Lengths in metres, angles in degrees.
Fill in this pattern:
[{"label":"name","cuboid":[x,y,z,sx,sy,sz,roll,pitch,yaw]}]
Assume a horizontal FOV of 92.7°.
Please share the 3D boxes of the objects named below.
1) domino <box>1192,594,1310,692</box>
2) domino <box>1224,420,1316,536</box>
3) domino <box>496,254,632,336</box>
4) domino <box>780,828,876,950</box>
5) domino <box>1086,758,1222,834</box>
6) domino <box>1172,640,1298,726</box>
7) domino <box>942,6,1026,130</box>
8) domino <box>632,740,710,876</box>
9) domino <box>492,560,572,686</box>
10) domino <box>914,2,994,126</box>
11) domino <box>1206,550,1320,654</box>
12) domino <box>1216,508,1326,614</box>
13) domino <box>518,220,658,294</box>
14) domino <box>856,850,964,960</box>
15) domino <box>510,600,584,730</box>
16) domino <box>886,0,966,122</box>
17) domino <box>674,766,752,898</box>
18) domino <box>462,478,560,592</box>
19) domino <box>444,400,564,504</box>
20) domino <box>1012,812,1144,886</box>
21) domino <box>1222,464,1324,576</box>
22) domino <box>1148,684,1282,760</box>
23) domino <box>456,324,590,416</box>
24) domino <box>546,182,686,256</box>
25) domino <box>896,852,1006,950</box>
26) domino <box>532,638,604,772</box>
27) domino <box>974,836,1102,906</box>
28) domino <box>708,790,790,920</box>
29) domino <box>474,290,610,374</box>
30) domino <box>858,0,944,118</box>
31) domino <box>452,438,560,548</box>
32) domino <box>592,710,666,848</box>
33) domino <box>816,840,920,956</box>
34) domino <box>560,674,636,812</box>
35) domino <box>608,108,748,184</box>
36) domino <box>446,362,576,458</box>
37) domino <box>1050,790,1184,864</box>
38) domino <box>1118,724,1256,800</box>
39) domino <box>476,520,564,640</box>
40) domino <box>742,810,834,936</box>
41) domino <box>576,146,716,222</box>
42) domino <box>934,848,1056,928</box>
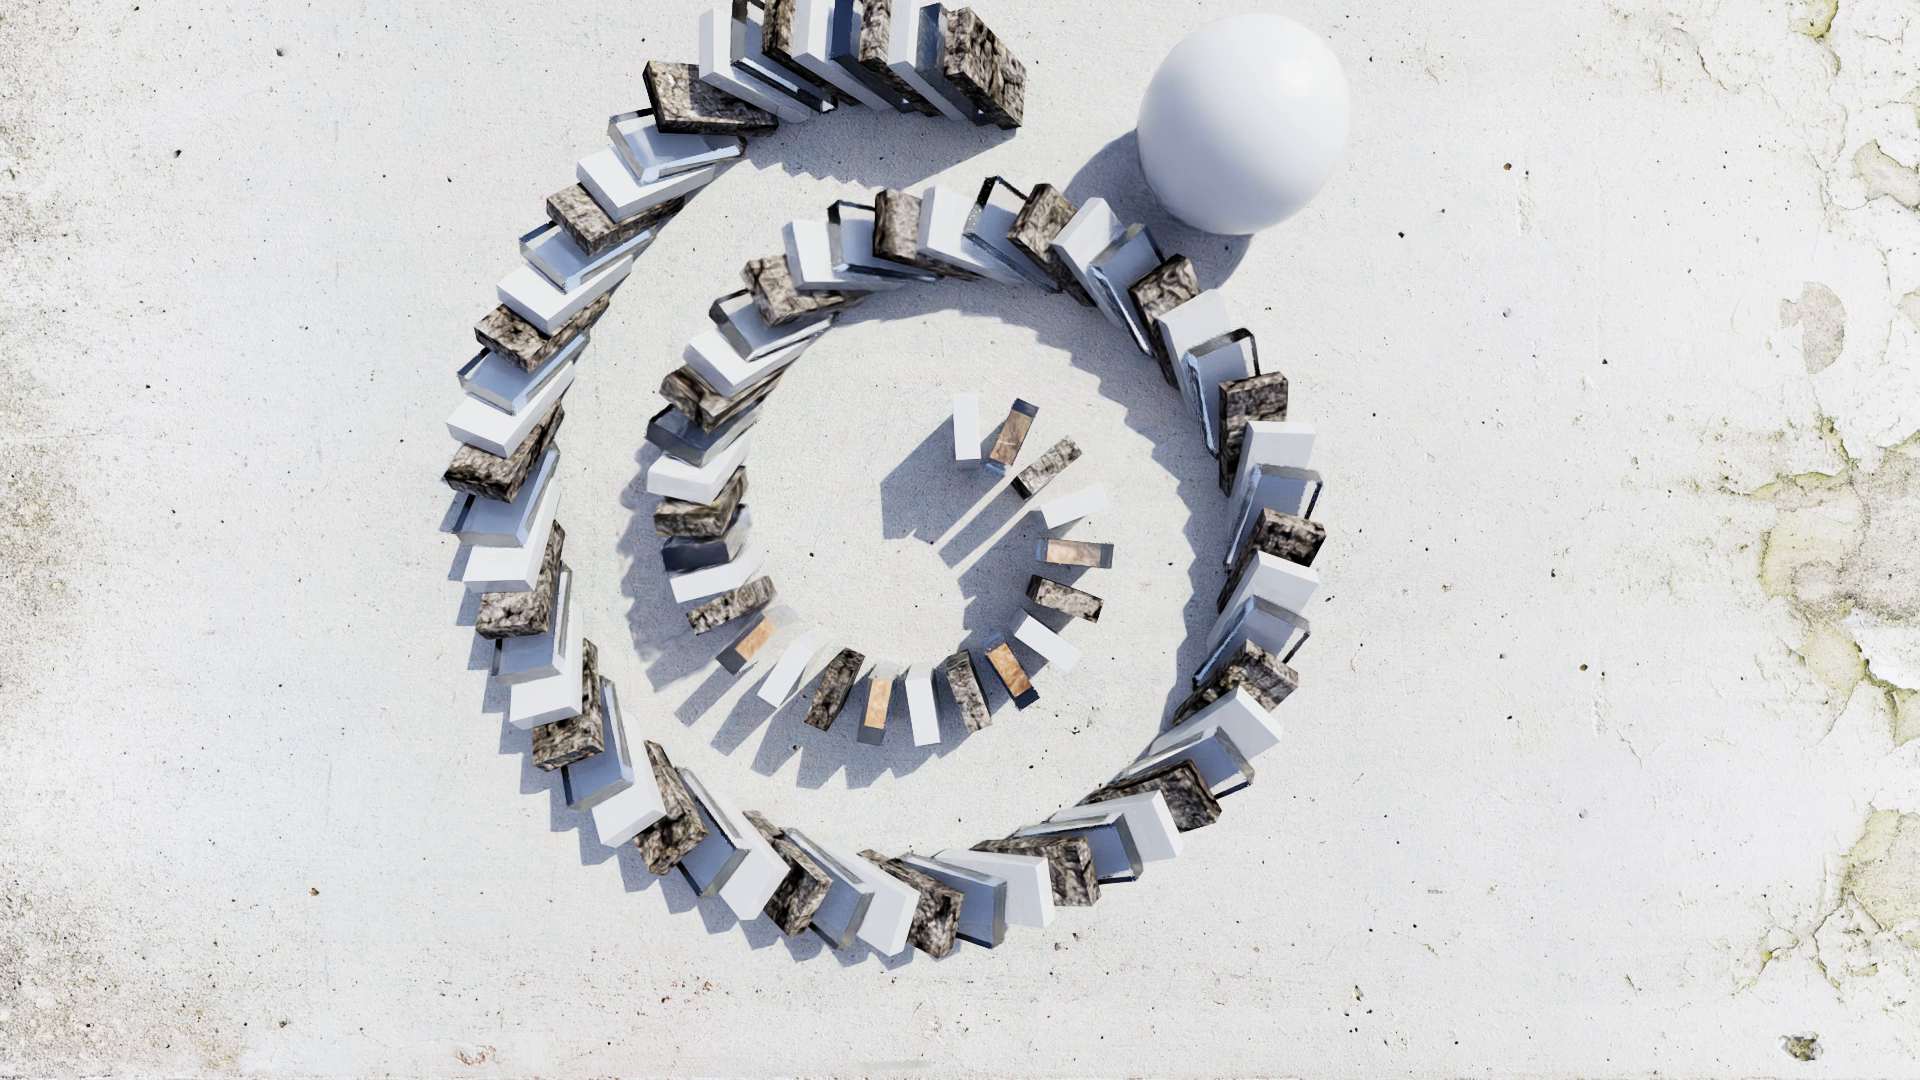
[{"label":"domino","cuboid":[0.121,0.049,0.382,0.025,0.010,0.050,25,123,0]},{"label":"domino","cuboid":[0.129,-0.025,0.382,0.025,0.010,0.050,2,124,0]},{"label":"domino","cuboid":[-0.164,-0.110,0.382,0.025,0.009,0.050,35,57,0]},{"label":"domino","cuboid":[-0.061,0.144,0.382,0.050,0.010,0.025,25,90,33]},{"label":"domino","cuboid":[0.080,0.111,0.382,0.050,0.010,0.025,-31,90,34]},{"label":"domino","cuboid":[0.114,0.067,0.382,0.025,0.010,0.050,33,124,0]},{"label":"domino","cuboid":[0.011,-0.192,0.376,0.010,0.050,0.025,5,90,31]},{"label":"domino","cuboid":[-0.127,0.111,0.382,0.025,0.009,0.050,-44,56,0]},{"label":"domino","cuboid":[-0.178,0.034,0.382,0.025,0.009,0.050,-11,57,0]},{"label":"domino","cuboid":[0.000,-0.194,0.376,0.010,0.050,0.025,4,90,31]},{"label":"domino","cuboid":[0.125,0.030,0.382,0.025,0.010,0.050,19,123,0]},{"label":"domino","cuboid":[0.129,0.013,0.382,0.025,0.010,0.050,15,124,0]},{"label":"domino","cuboid":[-0.154,-0.126,0.383,0.025,0.010,0.050,41,57,0]},{"label":"domino","cuboid":[-0.024,0.151,0.382,0.050,0.009,0.025,12,91,34]},{"label":"domino","cuboid":[-0.172,0.051,0.382,0.025,0.009,0.050,-15,57,1]},{"label":"domino","cuboid":[-0.011,-0.196,0.376,0.010,0.050,0.025,4,90,31]},{"label":"domino","cuboid":[-0.111,0.121,0.382,0.050,0.010,0.025,38,90,33]},{"label":"domino","cuboid":[-0.186,-0.002,0.382,0.025,0.010,0.050,-1,57,0]},{"label":"domino","cuboid":[-0.189,-0.040,0.382,0.025,0.010,0.050,14,56,0]},{"label":"domino","cuboid":[0.049,0.131,0.382,0.050,0.009,0.025,-21,90,33]},{"label":"domino","cuboid":[0.130,-0.006,0.382,0.025,0.010,0.050,8,124,-1]},{"label":"domino","cuboid":[0.106,0.084,0.382,0.025,0.010,0.050,44,124,0]},{"label":"domino","cuboid":[-0.181,-0.077,0.382,0.025,0.009,0.050,27,57,0]},{"label":"domino","cuboid":[-0.143,-0.141,0.383,0.025,0.010,0.050,45,57,0]},{"label":"domino","cuboid":[-0.005,0.150,0.382,0.050,0.009,0.025,3,90,34]},{"label":"domino","cuboid":[-0.164,0.068,0.382,0.025,0.009,0.050,-20,57,0]},{"label":"domino","cuboid":[0.032,0.138,0.382,0.050,0.010,0.025,-15,90,33]},{"label":"domino","cuboid":[-0.095,0.131,0.382,0.050,0.009,0.025,35,90,33]},{"label":"domino","cuboid":[-0.173,-0.094,0.382,0.025,0.009,0.050,32,57,0]},{"label":"domino","cuboid":[-0.022,-0.198,0.376,0.009,0.050,0.025,4,90,31]},{"label":"domino","cuboid":[-0.188,-0.021,0.382,0.025,0.009,0.050,4,57,0]},{"label":"domino","cuboid":[-0.142,0.099,0.382,0.025,0.009,0.050,-34,56,0]},{"label":"domino","cuboid":[-0.042,0.148,0.382,0.050,0.009,0.025,17,91,33]},{"label":"domino","cuboid":[-0.154,0.084,0.382,0.025,0.009,0.050,-28,57,0]},{"label":"domino","cuboid":[-0.117,-0.168,0.382,0.050,0.009,0.025,-33,90,-34]},{"label":"domino","cuboid":[-0.186,-0.059,0.382,0.025,0.010,0.050,22,56,0]},{"label":"domino","cuboid":[0.065,0.122,0.382,0.050,0.010,0.025,-24,90,33]},{"label":"domino","cuboid":[0.094,0.099,0.382,0.050,0.009,0.025,-37,91,34]},{"label":"domino","cuboid":[-0.183,0.016,0.382,0.025,0.010,0.050,-7,57,0]},{"label":"domino","cuboid":[-0.078,0.138,0.382,0.050,0.010,0.025,29,90,33]},{"label":"domino","cuboid":[-0.130,-0.154,0.383,0.025,0.009,0.050,49,57,0]},{"label":"domino","cuboid":[0.014,0.145,0.382,0.050,0.009,0.025,-8,90,34]}]
